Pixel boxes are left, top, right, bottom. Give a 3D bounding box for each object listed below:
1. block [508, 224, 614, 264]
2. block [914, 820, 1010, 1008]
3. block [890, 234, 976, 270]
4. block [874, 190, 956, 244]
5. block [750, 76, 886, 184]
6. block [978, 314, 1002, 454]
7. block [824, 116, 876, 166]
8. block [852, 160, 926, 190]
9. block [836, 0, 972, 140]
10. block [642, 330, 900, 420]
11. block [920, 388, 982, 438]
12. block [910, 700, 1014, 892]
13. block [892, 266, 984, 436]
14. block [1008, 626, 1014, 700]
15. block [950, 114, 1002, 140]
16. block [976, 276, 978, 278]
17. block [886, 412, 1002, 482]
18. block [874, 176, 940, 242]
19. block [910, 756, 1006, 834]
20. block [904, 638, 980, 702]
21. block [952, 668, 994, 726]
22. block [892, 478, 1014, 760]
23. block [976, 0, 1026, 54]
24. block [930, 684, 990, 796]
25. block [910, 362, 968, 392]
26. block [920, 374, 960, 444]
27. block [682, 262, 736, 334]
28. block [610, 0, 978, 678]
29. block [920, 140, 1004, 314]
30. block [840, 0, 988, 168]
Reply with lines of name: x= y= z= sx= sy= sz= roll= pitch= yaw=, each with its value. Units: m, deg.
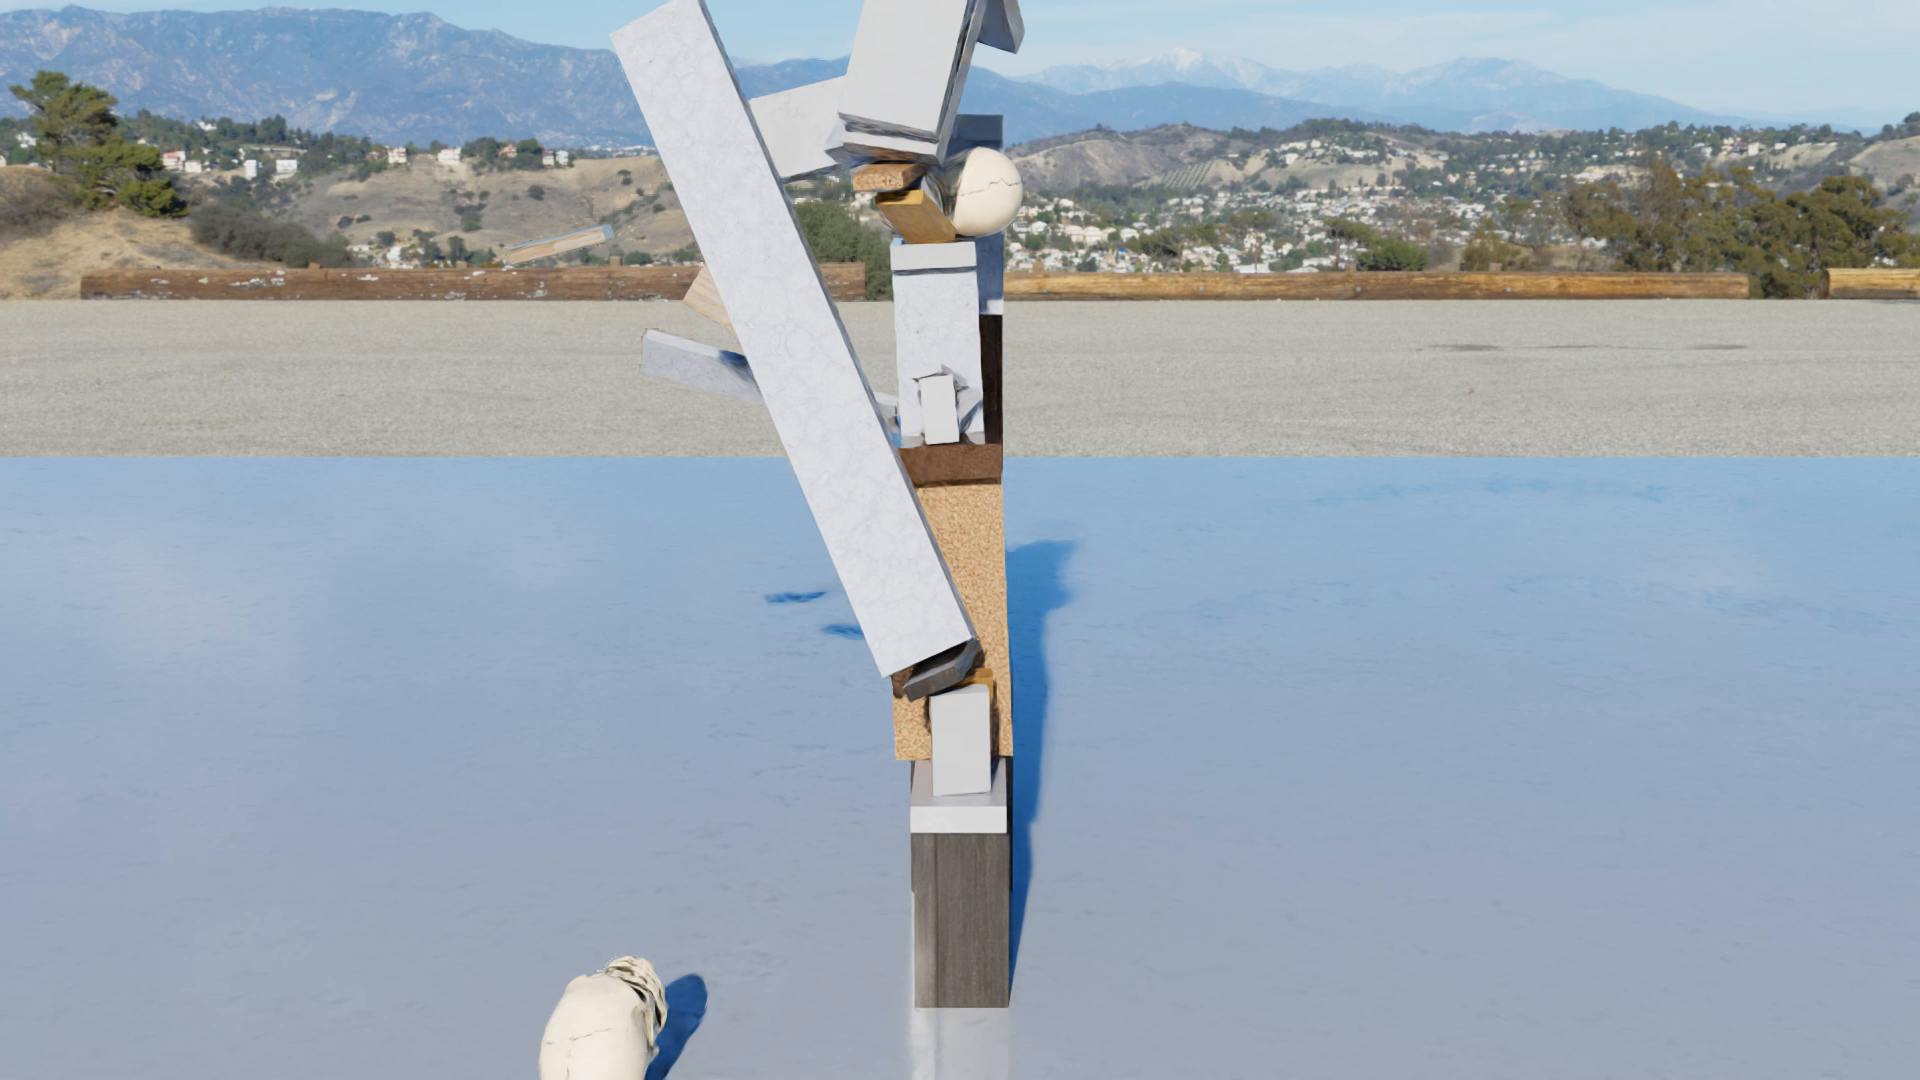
block: x=-0.648 y=-0.481 z=3.574 sx=0.159 sy=0.023 sz=0.080 roll=-13 pitch=12 yaw=3
block: x=0.002 y=0.541 z=3.185 sx=0.136 sy=0.273 sz=0.039 roll=0 pitch=10 yaw=0
block: x=-0.040 y=-0.446 z=3.394 sx=0.126 sy=0.036 sz=0.253 roll=-3 pitch=11 yaw=0
block: x=-0.064 y=-0.473 z=3.225 sx=0.072 sy=0.021 sz=0.145 roll=1 pitch=-15 yaw=20
block: x=-0.190 y=-0.676 z=3.570 sx=0.280 sy=0.140 sz=0.040 roll=-13 pitch=-7 yaw=6
block: x=0.003 y=-0.386 z=3.884 sx=0.144 sy=0.633 sz=0.041 roll=0 pitch=10 yaw=0
block: x=-0.091 y=-0.702 z=3.303 sx=0.140 sy=0.296 sz=0.040 roll=-1 pitch=-31 yaw=47
block: x=-0.101 y=-0.530 z=3.181 sx=0.072 sy=0.021 sz=0.145 roll=-2 pitch=18 yaw=14
block: x=-0.069 y=-0.725 z=3.123 sx=0.144 sy=0.288 sz=0.041 roll=13 pitch=-5 yaw=7
block: x=-0.313 y=-0.254 z=3.611 sx=0.426 sy=0.080 sz=0.023 roll=15 pitch=48 yaw=2
block: x=-0.013 y=-0.189 z=3.296 sx=0.098 sy=0.014 sz=0.049 roll=-48 pitch=28 yaw=-16
block: x=0.003 y=0.417 z=3.670 sx=0.170 sy=0.339 sz=0.048 roll=0 pitch=10 yaw=0
block: x=-0.032 y=-0.289 z=3.339 sx=0.126 sy=0.253 sz=0.036 roll=-3 pitch=11 yaw=1
block: x=0.002 y=0.206 z=3.746 sx=0.170 sy=0.048 sz=0.339 roll=0 pitch=11 yaw=0
block: x=0.000 y=-0.700 z=3.732 sx=0.144 sy=0.041 sz=0.287 roll=0 pitch=11 yaw=1
block: x=-0.032 y=-0.320 z=3.505 sx=0.126 sy=0.253 sz=0.036 roll=-3 pitch=10 yaw=1
block: x=-0.028 y=-0.146 z=3.401 sx=0.178 sy=0.050 sz=0.356 roll=-3 pitch=11 yaw=1
block: x=-0.070 y=-0.495 z=3.293 sx=0.072 sy=0.021 sz=0.145 roll=1 pitch=-24 yaw=19
block: x=0.000 y=0.371 z=3.246 sx=0.136 sy=0.039 sz=0.273 roll=0 pitch=11 yaw=1
block: x=-0.025 y=0.182 z=3.144 sx=0.082 sy=0.023 sz=0.165 roll=-24 pitch=8 yaw=15
block: x=0.004 y=0.268 z=3.245 sx=0.082 sy=0.165 sz=0.023 roll=-1 pitch=25 yaw=-7
block: x=-0.018 y=0.114 z=3.327 sx=0.178 sy=0.432 sz=0.050 roll=-2 pitch=10 yaw=1
block: x=0.016 y=-0.844 z=3.411 sx=0.140 sy=0.040 sz=0.280 roll=19 pitch=-6 yaw=10
block: x=0.000 y=0.286 z=3.138 sx=0.082 sy=0.165 sz=0.023 roll=-4 pitch=26 yaw=-7
block: x=-0.030 y=-0.239 z=3.274 sx=0.049 sy=0.014 sz=0.098 roll=-13 pitch=-15 yaw=21
block: x=-0.030 y=-0.192 z=3.234 sx=0.049 sy=0.098 sz=0.014 roll=-6 pitch=5 yaw=-2
block: x=-0.331 y=-0.353 z=3.320 sx=0.159 sy=0.080 sz=0.023 roll=31 pitch=0 yaw=9
block: x=-0.247 y=-0.305 z=3.211 sx=0.144 sy=1.037 sz=0.041 roll=-25 pitch=-6 yaw=13
block: x=0.002 y=-0.521 z=3.670 sx=0.144 sy=0.287 sz=0.041 roll=0 pitch=10 yaw=2
block: x=-0.062 y=-0.690 z=3.186 sx=0.144 sy=0.288 sz=0.041 roll=11 pitch=-13 yaw=16
